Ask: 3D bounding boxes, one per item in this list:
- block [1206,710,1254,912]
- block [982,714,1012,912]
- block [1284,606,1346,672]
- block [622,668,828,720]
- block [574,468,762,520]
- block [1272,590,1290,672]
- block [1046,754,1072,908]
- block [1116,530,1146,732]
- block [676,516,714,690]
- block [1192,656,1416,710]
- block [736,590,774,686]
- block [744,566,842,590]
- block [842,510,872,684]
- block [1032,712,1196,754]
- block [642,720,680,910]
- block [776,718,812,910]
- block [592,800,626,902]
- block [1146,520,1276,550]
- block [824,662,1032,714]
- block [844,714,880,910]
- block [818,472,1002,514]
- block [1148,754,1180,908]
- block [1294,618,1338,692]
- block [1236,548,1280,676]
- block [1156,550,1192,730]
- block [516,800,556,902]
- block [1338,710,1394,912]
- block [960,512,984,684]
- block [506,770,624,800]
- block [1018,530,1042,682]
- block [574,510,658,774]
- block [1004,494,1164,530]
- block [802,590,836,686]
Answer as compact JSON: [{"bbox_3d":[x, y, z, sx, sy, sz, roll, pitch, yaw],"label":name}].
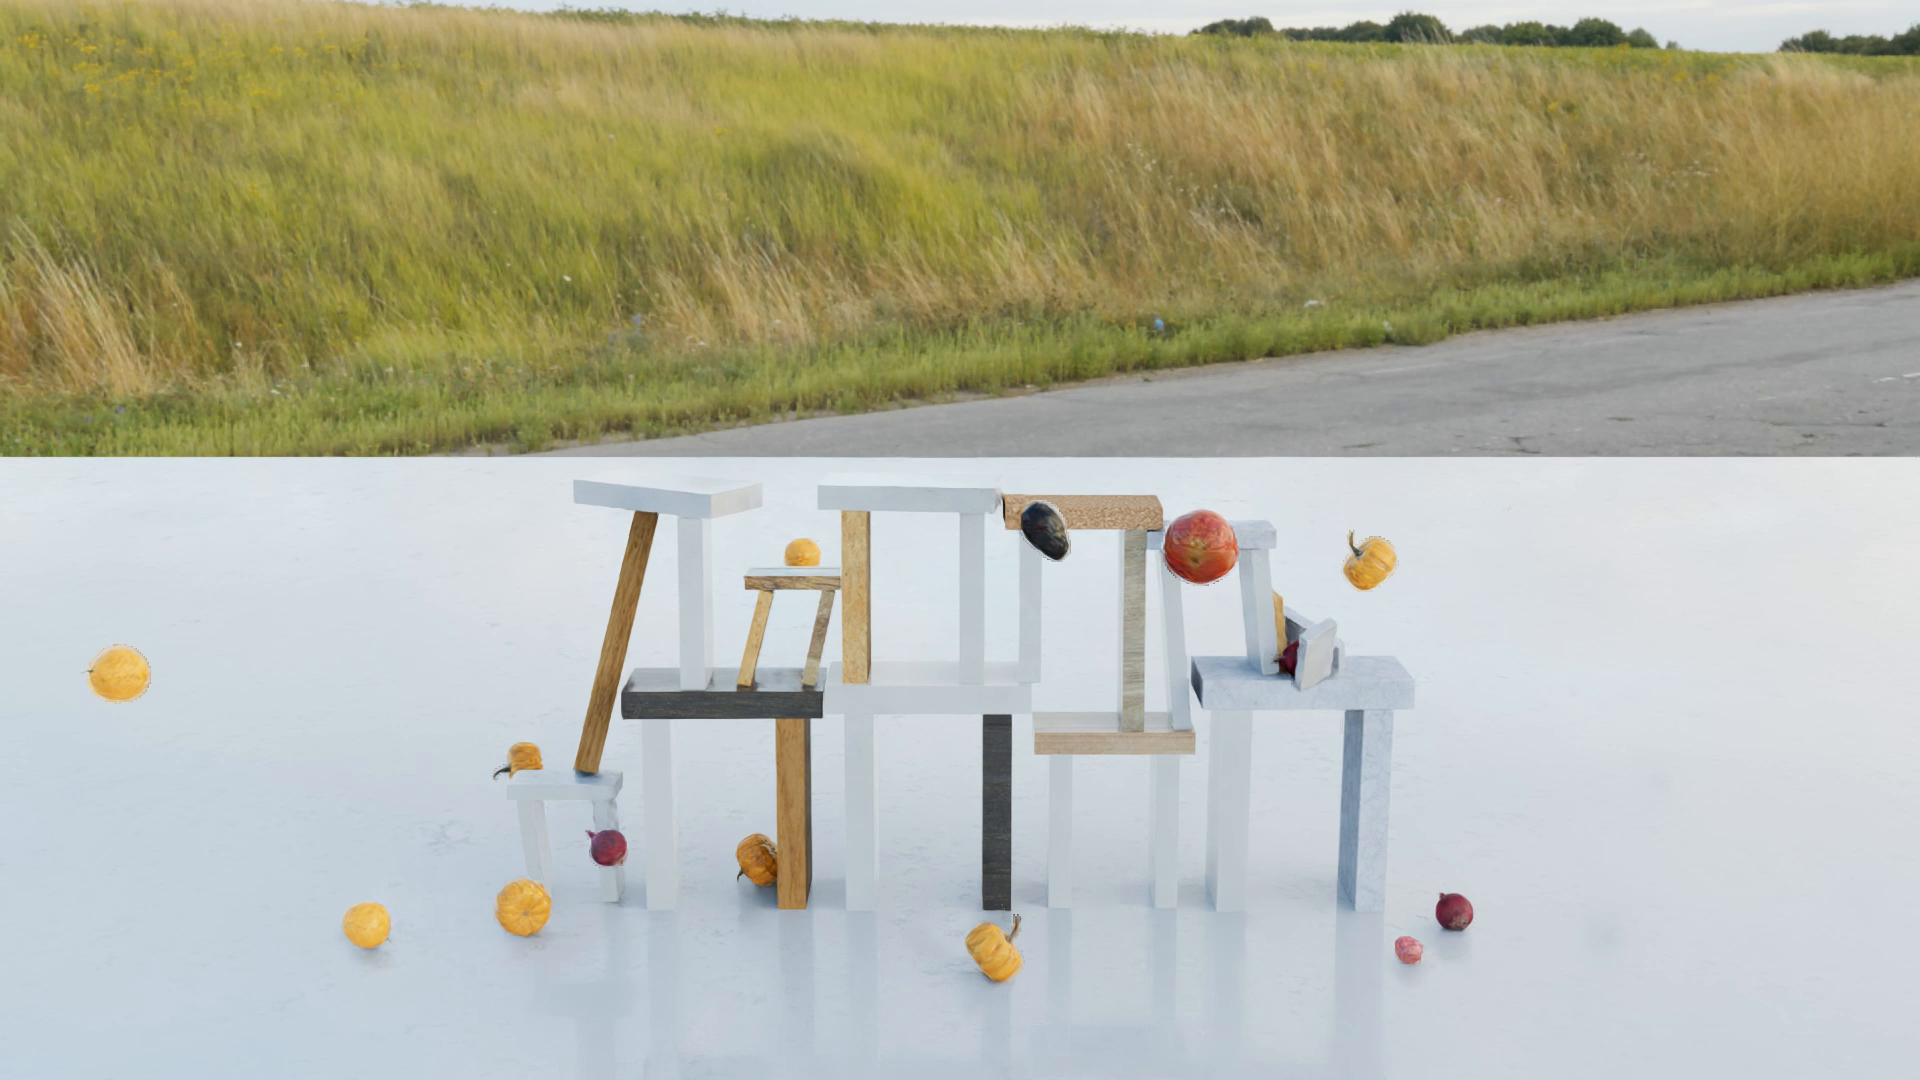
[{"bbox_3d":[0.444,0.423,3.636,0.048,0.339,0.170,1,11,0],"label":"block"},{"bbox_3d":[0.060,0.427,3.638,0.047,0.331,0.166,0,11,0],"label":"block"},{"bbox_3d":[0.572,0.161,3.578,0.124,0.062,0.018,33,61,32],"label":"block"},{"bbox_3d":[-0.382,0.250,3.607,0.322,0.046,0.161,0,11,-1],"label":"block"},{"bbox_3d":[-0.478,-0.077,3.600,0.280,0.040,0.140,7,12,30],"label":"block"},{"bbox_3d":[0.514,0.148,3.580,0.018,0.124,0.062,-8,11,-5],"label":"block"},{"bbox_3d":[0.164,0.463,3.641,0.037,0.260,0.130,0,11,0],"label":"block"},{"bbox_3d":[0.279,0.135,3.585,0.035,0.331,0.125,0,11,0],"label":"block"},{"bbox_3d":[-0.429,0.091,3.576,0.040,0.280,0.140,0,11,0],"label":"block"},{"bbox_3d":[0.558,0.233,3.600,0.339,0.048,0.170,0,11,0],"label":"block"},{"bbox_3d":[-0.331,0.152,3.582,0.022,0.158,0.079,14,10,-3],"label":"block"},{"bbox_3d":[-0.267,0.062,3.569,0.157,0.022,0.079,0,11,1],"label":"block"},{"bbox_3d":[-0.168,0.079,3.577,0.040,0.282,0.141,0,11,0],"label":"block"},{"bbox_3d":[0.250,0.317,3.614,0.260,0.037,0.130,0,11,0],"label":"block"},{"bbox_3d":[-0.495,0.431,3.642,0.046,0.322,0.161,-1,11,-5],"label":"block"},{"bbox_3d":[-0.274,0.431,3.643,0.046,0.322,0.161,0,11,0],"label":"block"},{"bbox_3d":[-0.583,0.502,3.654,0.025,0.176,0.088,-5,11,0],"label":"block"},{"bbox_3d":[0.400,-0.009,3.551,0.207,0.029,0.104,0,11,0],"label":"block"},{"bbox_3d":[-0.051,0.241,3.604,0.331,0.047,0.166,0,11,0],"label":"block"},{"bbox_3d":[-0.162,0.427,3.640,0.047,0.331,0.166,0,11,0],"label":"block"},{"bbox_3d":[-0.078,-0.077,3.539,0.282,0.040,0.141,1,11,6],"label":"block"},{"bbox_3d":[0.337,0.463,3.641,0.037,0.260,0.130,0,11,0],"label":"block"},{"bbox_3d":[0.560,0.181,3.467,0.062,0.124,0.018,-28,52,-22],"label":"block"},{"bbox_3d":[0.485,0.106,3.579,0.029,0.207,0.104,-8,11,-5],"label":"block"},{"bbox_3d":[0.347,0.151,3.586,0.029,0.297,0.103,-5,10,1],"label":"block"},{"bbox_3d":[-0.704,0.502,3.653,0.025,0.176,0.088,-6,11,0],"label":"block"},{"bbox_3d":[0.670,0.423,3.636,0.048,0.339,0.170,1,11,0],"label":"block"},{"bbox_3d":[0.019,0.079,3.576,0.040,0.282,0.141,0,11,0],"label":"block"},{"bbox_3d":[-0.650,0.404,3.630,0.176,0.025,0.088,0,11,1],"label":"block"},{"bbox_3d":[0.113,0.095,3.577,0.035,0.250,0.125,0,11,0],"label":"block"},{"bbox_3d":[-0.573,0.161,3.680,0.040,0.446,0.140,13,-1,-8],"label":"block"},{"bbox_3d":[0.197,-0.045,3.551,0.250,0.035,0.125,0,11,0],"label":"block"},{"bbox_3d":[-0.229,0.151,3.582,0.022,0.158,0.079,12,10,-3],"label":"block"}]
